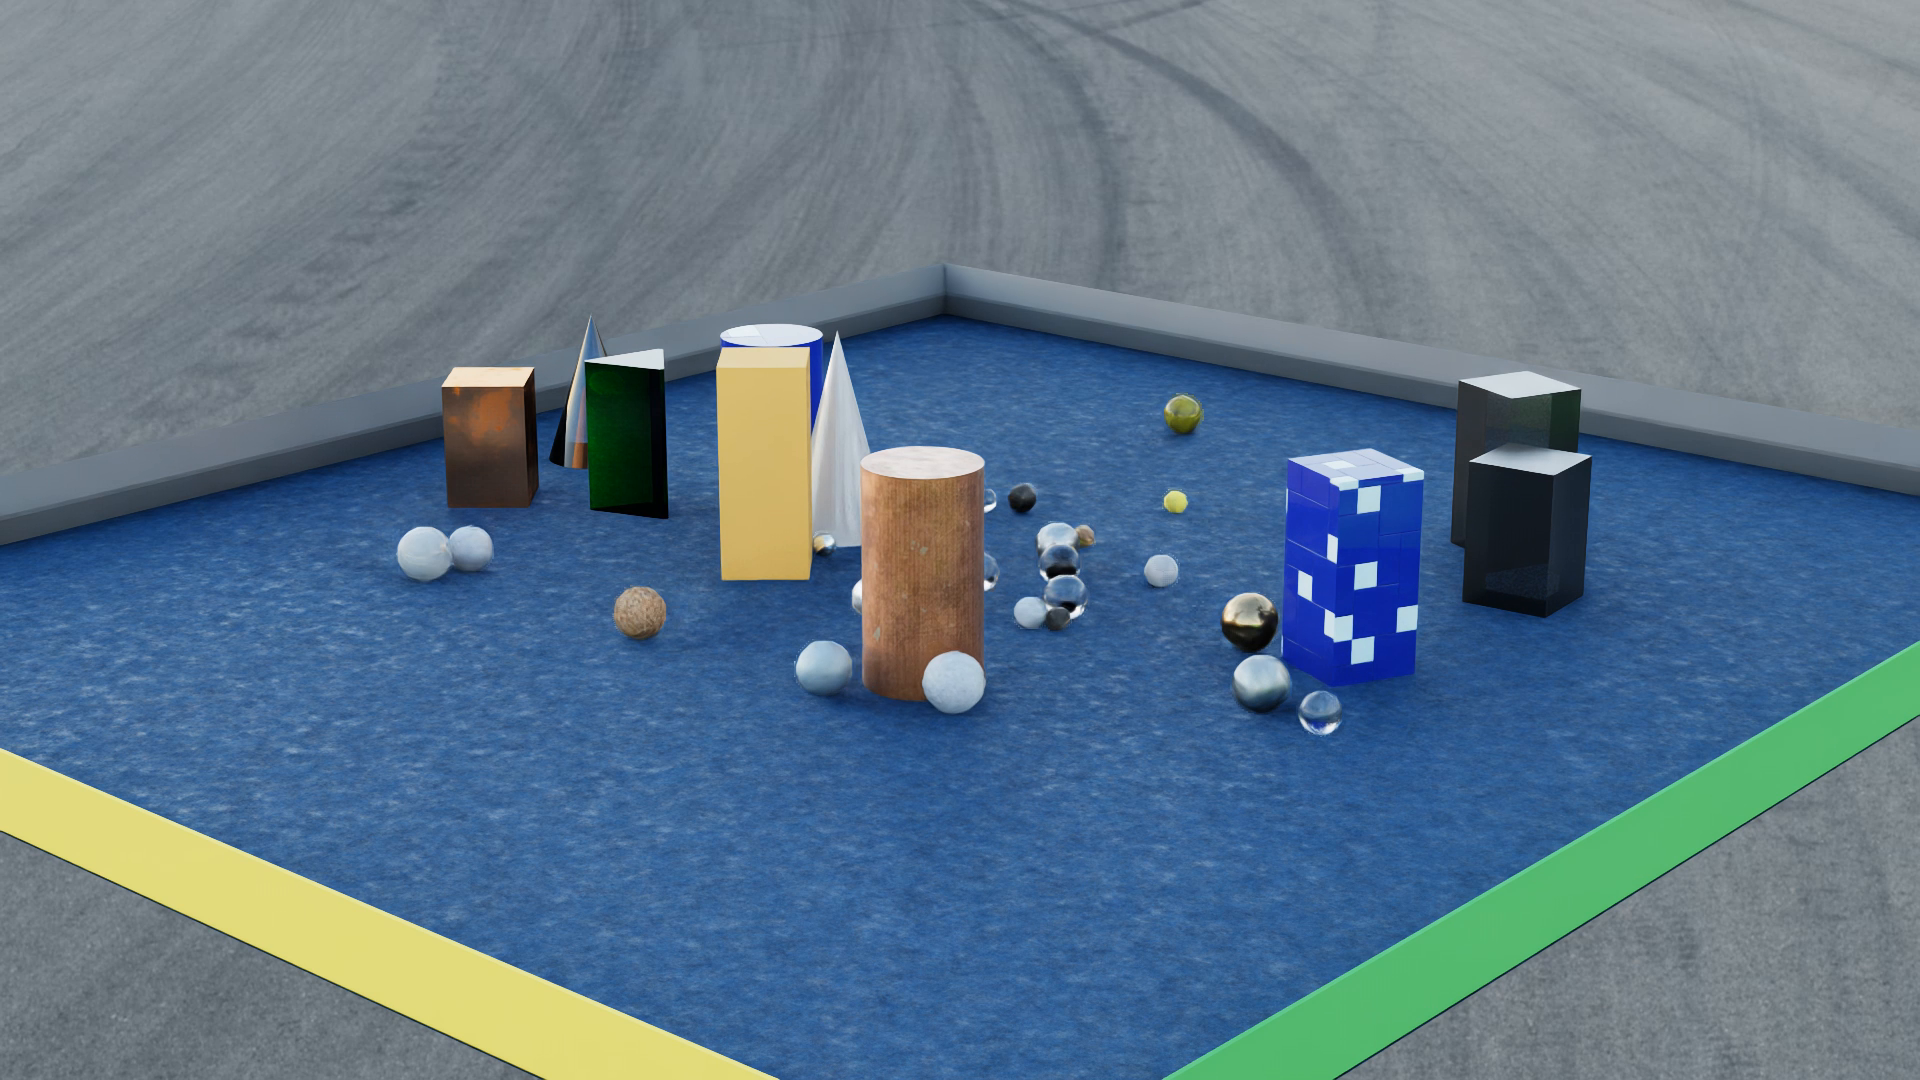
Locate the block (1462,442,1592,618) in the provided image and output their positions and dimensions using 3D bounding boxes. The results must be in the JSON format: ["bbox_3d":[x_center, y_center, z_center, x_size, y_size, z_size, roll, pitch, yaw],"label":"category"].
[{"bbox_3d":[0.981,-0.019,5.073,0.156,0.253,0.156,12,20,34],"label":"block"}]

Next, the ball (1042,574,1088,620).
[{"bbox_3d":[0.180,0.097,4.990,0.078,0.078,0.078,0,17,0],"label":"ball"}]

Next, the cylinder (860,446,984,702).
[{"bbox_3d":[-0.059,0.052,4.648,0.195,0.363,0.195,0,17,0],"label":"cylinder"}]

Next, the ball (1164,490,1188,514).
[{"bbox_3d":[0.413,-0.072,5.612,0.044,0.044,0.044,0,17,0],"label":"ball"}]

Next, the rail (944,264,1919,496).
[{"bbox_3d":[1.100,-0.334,6.333,3.060,0.127,0.045,14,22,39],"label":"rail"}]

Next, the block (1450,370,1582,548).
[{"bbox_3d":[1.014,-0.134,5.356,0.156,0.309,0.156,-8,19,-26],"label":"block"}]

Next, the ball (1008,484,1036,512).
[{"bbox_3d":[0.120,-0.080,5.621,0.054,0.054,0.054,0,17,0],"label":"ball"}]

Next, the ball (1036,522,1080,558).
[{"bbox_3d":[0.176,0.008,5.280,0.081,0.081,0.081,0,17,0],"label":"ball"}]

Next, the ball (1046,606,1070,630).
[{"bbox_3d":[0.166,0.132,4.942,0.040,0.040,0.040,0,17,0],"label":"ball"}]

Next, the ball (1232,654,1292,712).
[{"bbox_3d":[0.468,0.223,4.552,0.091,0.091,0.091,0,17,0],"label":"ball"}]

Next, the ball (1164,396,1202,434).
[{"bbox_3d":[0.470,-0.265,6.188,0.080,0.080,0.080,0,17,0],"label":"ball"}]

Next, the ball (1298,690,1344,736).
[{"bbox_3d":[0.549,0.263,4.460,0.068,0.068,0.068,0,17,0],"label":"ball"}]

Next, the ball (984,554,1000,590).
[{"bbox_3d":[0.035,0.056,5.143,0.069,0.069,0.069,0,17,0],"label":"ball"}]

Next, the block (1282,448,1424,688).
[{"bbox_3d":[0.630,0.043,4.719,0.156,0.339,0.156,-8,18,-24],"label":"block"}]

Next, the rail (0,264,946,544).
[{"bbox_3d":[-1.138,-0.253,6.066,0.045,0.127,3.403,14,22,39],"label":"rail"}]

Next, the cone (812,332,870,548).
[{"bbox_3d":[-0.225,-0.200,5.441,0.195,0.387,0.195,0,17,0],"label":"cone"}]

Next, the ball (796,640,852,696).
[{"bbox_3d":[-0.214,0.202,4.625,0.089,0.089,0.089,0,17,0],"label":"ball"}]

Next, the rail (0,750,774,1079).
[{"bbox_3d":[-1.100,0.398,3.907,3.060,0.127,0.045,14,22,39],"label":"rail"}]

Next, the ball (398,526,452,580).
[{"bbox_3d":[-0.949,0.024,5.200,0.097,0.097,0.097,0,17,0],"label":"ball"}]

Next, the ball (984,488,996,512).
[{"bbox_3d":[0.048,-0.076,5.621,0.046,0.046,0.046,0,17,0],"label":"ball"}]

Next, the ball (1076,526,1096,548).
[{"bbox_3d":[0.228,-0.007,5.398,0.041,0.041,0.041,0,17,0],"label":"ball"}]

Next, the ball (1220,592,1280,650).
[{"bbox_3d":[0.478,0.135,4.835,0.096,0.096,0.096,0,17,0],"label":"ball"}]

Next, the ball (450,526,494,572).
[{"bbox_3d":[-0.878,0.015,5.257,0.082,0.082,0.082,0,17,0],"label":"ball"}]

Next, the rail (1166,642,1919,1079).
[{"bbox_3d":[1.138,0.317,4.175,0.045,0.127,3.403,14,22,39],"label":"rail"}]

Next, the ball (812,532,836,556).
[{"bbox_3d":[-0.247,0.008,5.344,0.044,0.044,0.044,0,17,0],"label":"ball"}]

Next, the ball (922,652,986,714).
[{"bbox_3d":[-0.009,0.221,4.547,0.097,0.097,0.097,0,17,0],"label":"ball"}]

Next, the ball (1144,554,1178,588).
[{"bbox_3d":[0.355,0.054,5.166,0.059,0.059,0.059,0,17,0],"label":"ball"}]

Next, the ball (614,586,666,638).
[{"bbox_3d":[-0.534,0.121,4.895,0.088,0.088,0.088,0,17,0],"label":"ball"}]

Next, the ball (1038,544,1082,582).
[{"bbox_3d":[0.177,0.044,5.173,0.076,0.076,0.076,0,17,0],"label":"ball"}]

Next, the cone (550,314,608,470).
[{"bbox_3d":[-0.745,-0.315,5.972,0.195,0.301,0.195,0,17,0],"label":"cone"}]

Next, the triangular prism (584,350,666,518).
[{"bbox_3d":[-0.607,-0.209,5.635,0.169,0.293,0.146,7,18,22],"label":"triangular prism"}]

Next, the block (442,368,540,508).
[{"bbox_3d":[-0.910,-0.200,5.694,0.156,0.240,0.156,0,17,0],"label":"block"}]

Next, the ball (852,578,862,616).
[{"bbox_3d":[-0.148,0.097,4.995,0.075,0.075,0.075,0,17,0],"label":"ball"}]

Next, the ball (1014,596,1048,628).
[{"bbox_3d":[0.119,0.122,4.947,0.055,0.055,0.055,0,17,0],"label":"ball"}]

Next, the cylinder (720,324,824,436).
[{"bbox_3d":[-0.359,-0.231,5.634,0.195,0.334,0.195,0,17,0],"label":"cylinder"}]

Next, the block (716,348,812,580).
[{"bbox_3d":[-0.347,-0.137,5.232,0.156,0.387,0.156,0,17,0],"label":"block"}]
